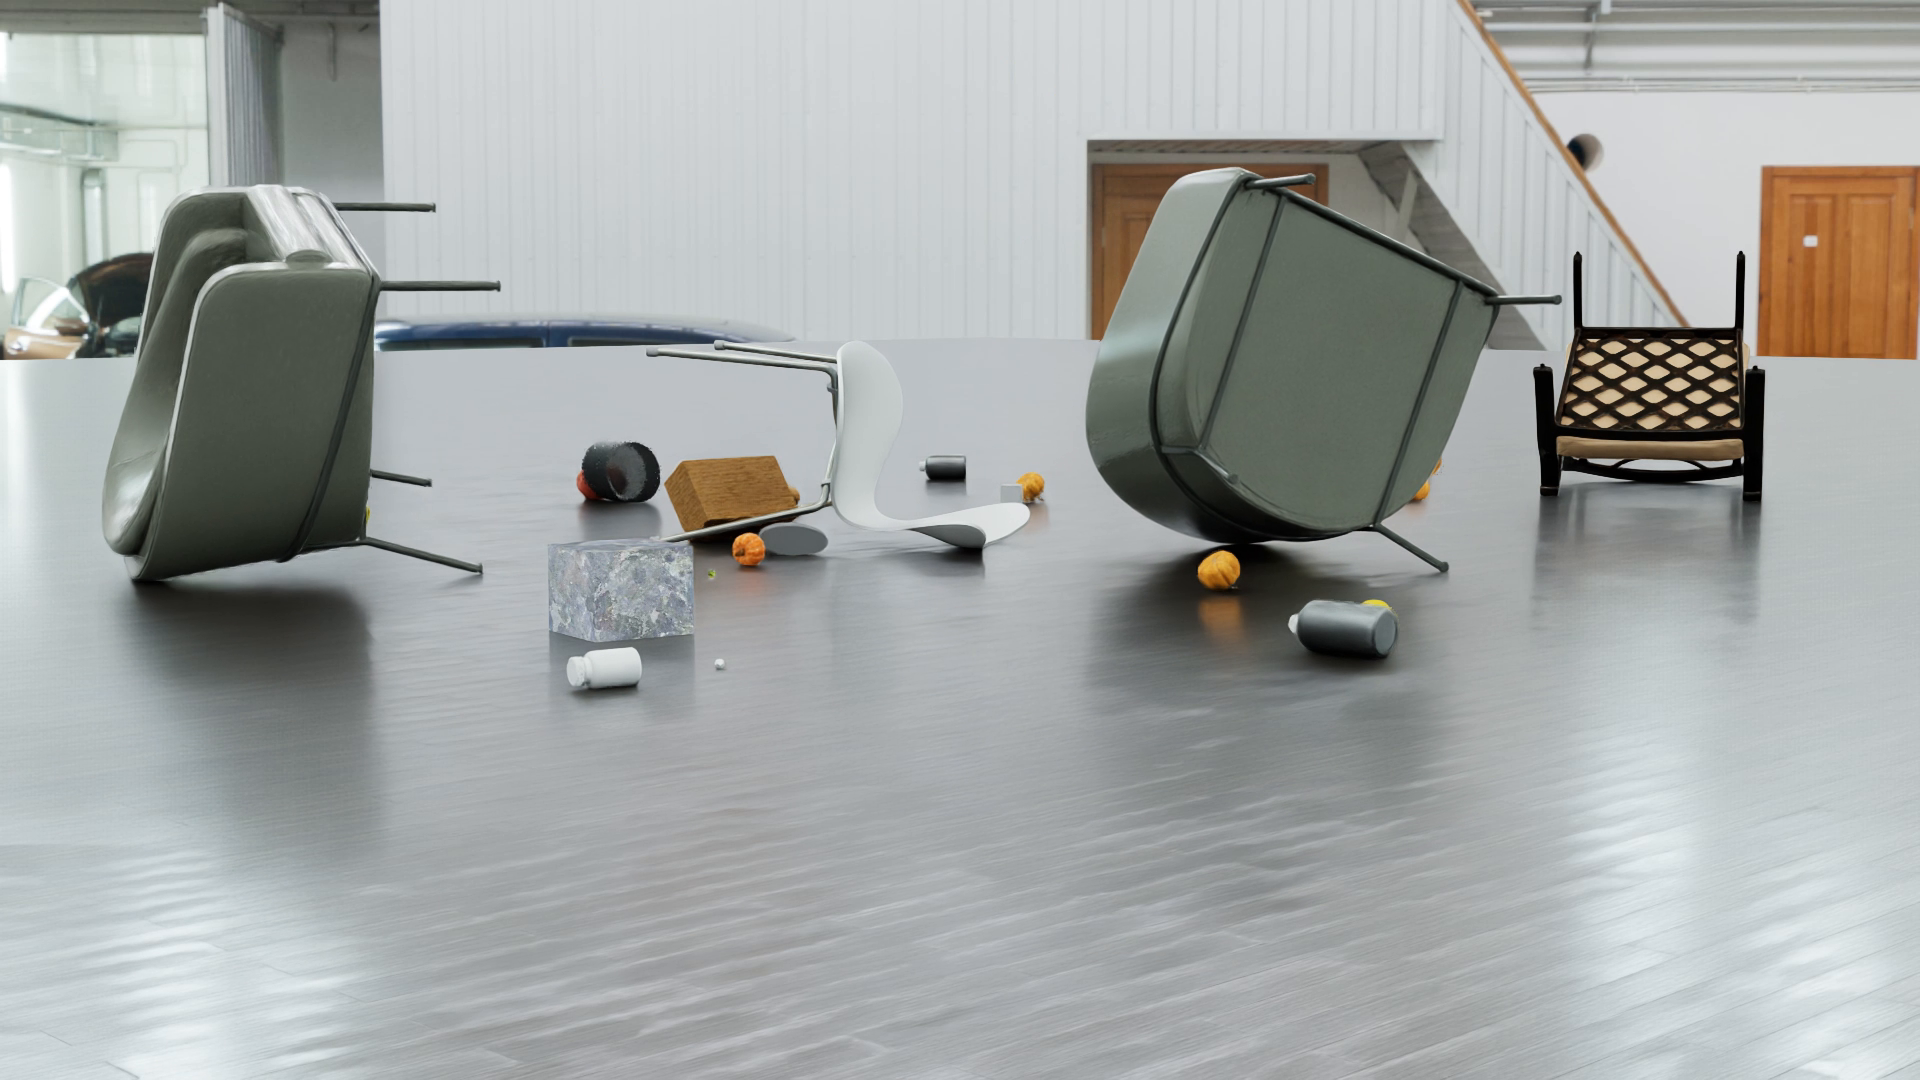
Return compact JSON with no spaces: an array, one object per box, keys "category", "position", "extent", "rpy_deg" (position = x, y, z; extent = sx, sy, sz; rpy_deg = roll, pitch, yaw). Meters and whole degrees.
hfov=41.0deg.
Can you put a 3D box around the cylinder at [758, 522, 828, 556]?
[{"category":"cylinder","position":[-0.397,-0.003,6.094],"extent":[0.164,0.070,0.086],"rpy_deg":[4,5,-6]}]

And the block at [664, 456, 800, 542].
[{"category":"block","position":[-0.572,-0.105,6.441],"extent":[0.284,0.175,0.104],"rpy_deg":[-5,-29,-41]}]

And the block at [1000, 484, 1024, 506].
[{"category":"block","position":[0.149,-0.129,7.372],"extent":[0.059,0.059,0.037],"rpy_deg":[1,6,11]}]

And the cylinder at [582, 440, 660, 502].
[{"category":"cylinder","position":[-0.989,-0.202,7.503],"extent":[0.123,0.168,0.200],"rpy_deg":[6,-25,45]}]

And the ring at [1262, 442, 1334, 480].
[{"category":"ring","position":[1.108,-0.259,8.432],"extent":[0.235,0.105,0.405],"rpy_deg":[-1,7,4]}]

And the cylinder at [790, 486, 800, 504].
[{"category":"cylinder","position":[-0.505,-0.126,7.385],"extent":[0.055,0.051,0.086],"rpy_deg":[-3,7,-30]}]

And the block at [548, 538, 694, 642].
[{"category":"block","position":[-0.628,0.090,4.747],"extent":[0.200,0.162,0.193],"rpy_deg":[-4,7,-34]}]
